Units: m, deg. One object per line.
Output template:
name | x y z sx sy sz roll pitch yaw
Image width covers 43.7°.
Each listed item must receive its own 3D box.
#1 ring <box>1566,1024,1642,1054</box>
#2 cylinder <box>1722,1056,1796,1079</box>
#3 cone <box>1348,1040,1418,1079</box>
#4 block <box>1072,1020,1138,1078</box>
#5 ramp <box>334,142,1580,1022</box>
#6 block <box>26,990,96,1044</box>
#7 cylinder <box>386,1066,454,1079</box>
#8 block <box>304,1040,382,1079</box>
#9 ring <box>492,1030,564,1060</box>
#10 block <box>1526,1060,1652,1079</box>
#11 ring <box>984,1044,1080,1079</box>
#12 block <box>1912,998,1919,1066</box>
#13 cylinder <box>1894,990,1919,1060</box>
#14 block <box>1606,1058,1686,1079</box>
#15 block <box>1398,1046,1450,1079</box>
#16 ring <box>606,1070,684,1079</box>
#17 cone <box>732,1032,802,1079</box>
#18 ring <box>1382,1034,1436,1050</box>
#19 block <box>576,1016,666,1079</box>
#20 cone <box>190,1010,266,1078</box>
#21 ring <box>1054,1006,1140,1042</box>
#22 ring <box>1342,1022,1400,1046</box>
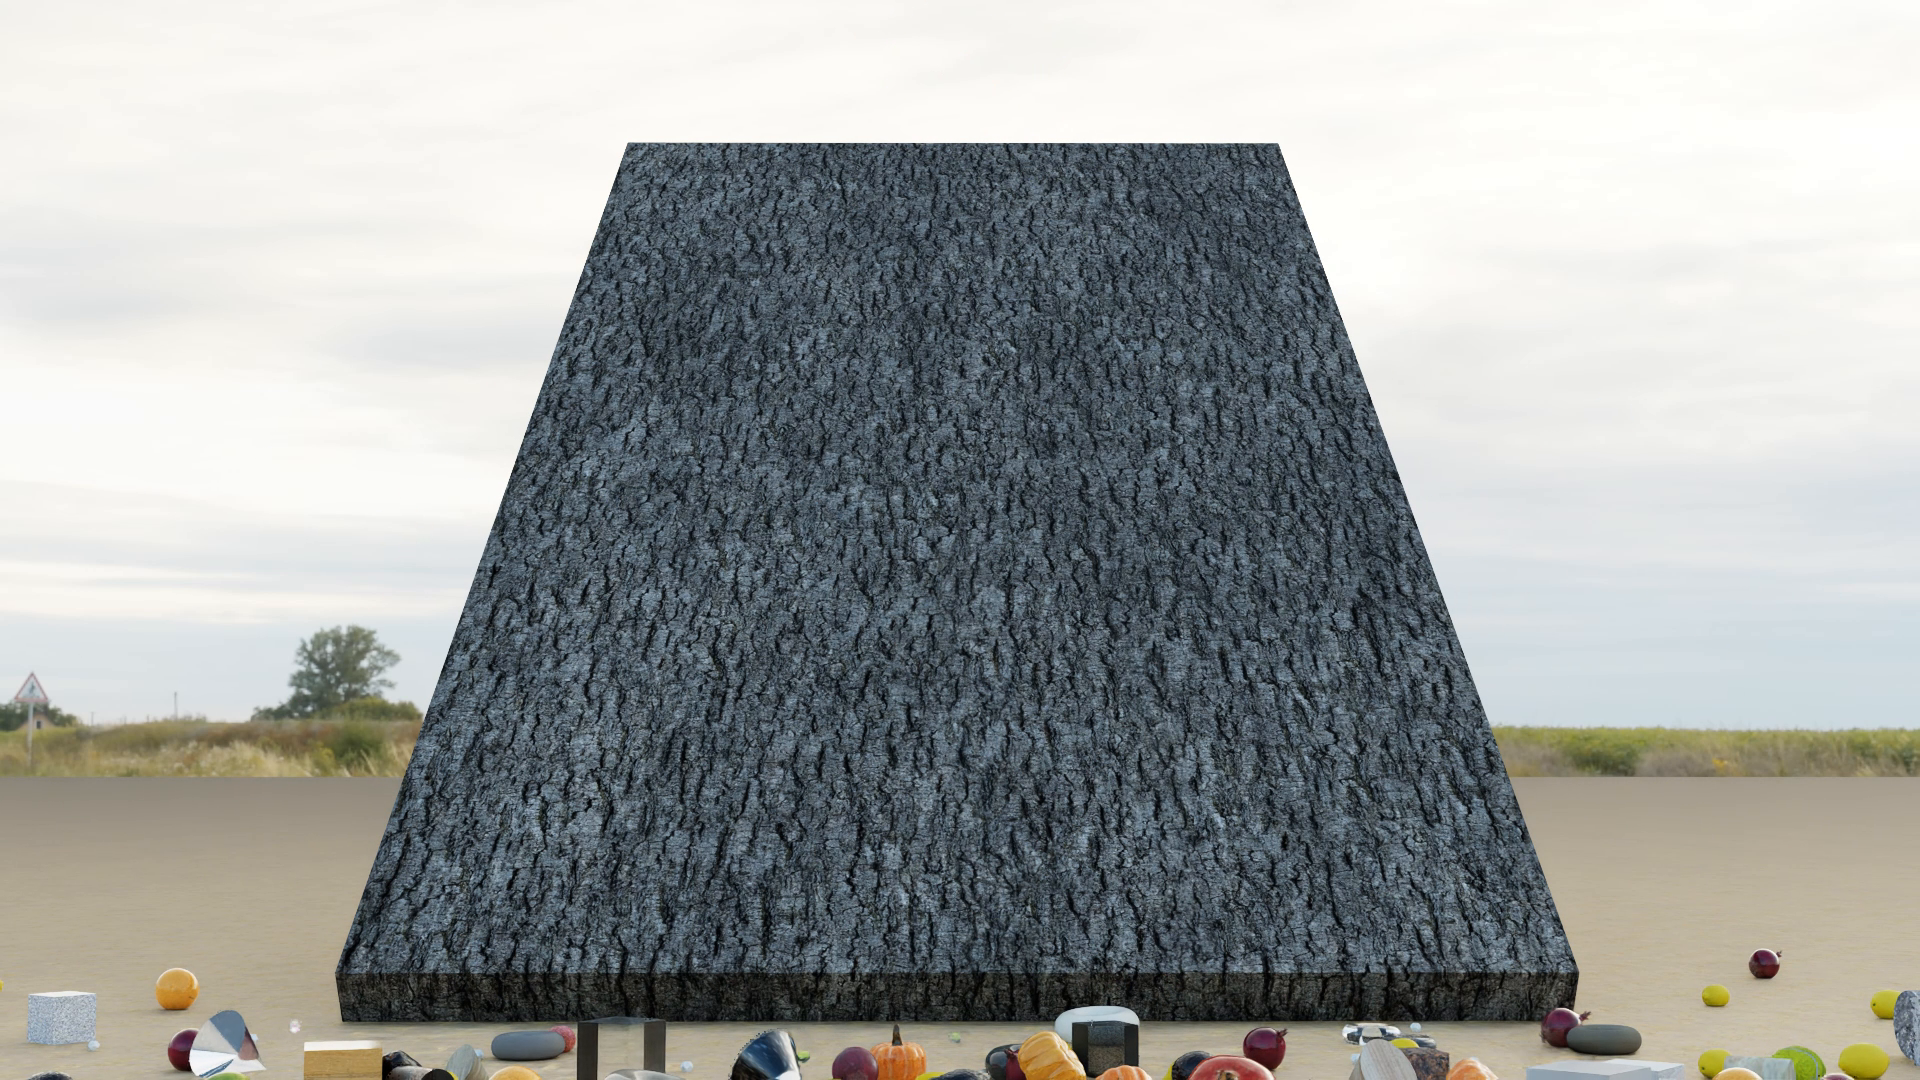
ring | 0.935 0.725 3.476 0.106 0.035 0.106 -1 -5 0
cylinder | 0.934 0.641 2.798 0.072 0.072 0.072 -3 -6 27
cone | 0.486 0.665 2.890 0.095 0.095 0.095 5 -34 -40
block | 0.195 0.685 3.223 0.067 0.067 0.067 2 -6 -23
ramp | -0.012 -0.219 5.628 2.000 0.100 4.000 0 29 0
block | -1.355 0.721 3.614 0.070 0.070 0.070 -4 -7 38
cylinder | -0.630 0.645 2.789 0.062 0.062 0.062 -8 -9 40
block | -0.720 0.633 2.791 0.087 0.087 0.087 1 -6 -15
ring | -0.614 0.718 3.404 0.104 0.035 0.104 -1 -6 0
block | 0.663 0.603 2.522 0.095 0.095 0.095 -5 -7 42
ring | 0.095 0.692 3.162 0.125 0.042 0.125 0 -4 0
block | 1.378 0.678 3.287 0.093 0.093 0.093 2 -6 -15
cylinder | 1.392 0.687 3.395 0.096 0.096 0.096 1 -6 -6
block | 0.754 0.624 2.664 0.080 0.080 0.080 -4 -7 36
block | 0.556 0.658 2.936 0.064 0.064 0.064 2 -6 -16
ring | -0.355 0.649 2.790 0.130 0.043 0.130 12 -3 1
cone | -0.213 0.668 2.930 0.096 0.096 0.096 5 19 -43
ring | 0.645 0.726 3.444 0.080 0.027 0.080 1 -5 0
block | -0.441 0.667 3.120 0.082 0.082 0.082 -3 -6 29
cone | -0.970 0.698 3.238 0.095 0.095 0.095 -4 -33 33
ring | 0.207 0.733 3.621 0.128 0.043 0.128 -3 -2 0
ring | 0.615 0.738 3.577 0.088 0.029 0.088 1 -7 0
